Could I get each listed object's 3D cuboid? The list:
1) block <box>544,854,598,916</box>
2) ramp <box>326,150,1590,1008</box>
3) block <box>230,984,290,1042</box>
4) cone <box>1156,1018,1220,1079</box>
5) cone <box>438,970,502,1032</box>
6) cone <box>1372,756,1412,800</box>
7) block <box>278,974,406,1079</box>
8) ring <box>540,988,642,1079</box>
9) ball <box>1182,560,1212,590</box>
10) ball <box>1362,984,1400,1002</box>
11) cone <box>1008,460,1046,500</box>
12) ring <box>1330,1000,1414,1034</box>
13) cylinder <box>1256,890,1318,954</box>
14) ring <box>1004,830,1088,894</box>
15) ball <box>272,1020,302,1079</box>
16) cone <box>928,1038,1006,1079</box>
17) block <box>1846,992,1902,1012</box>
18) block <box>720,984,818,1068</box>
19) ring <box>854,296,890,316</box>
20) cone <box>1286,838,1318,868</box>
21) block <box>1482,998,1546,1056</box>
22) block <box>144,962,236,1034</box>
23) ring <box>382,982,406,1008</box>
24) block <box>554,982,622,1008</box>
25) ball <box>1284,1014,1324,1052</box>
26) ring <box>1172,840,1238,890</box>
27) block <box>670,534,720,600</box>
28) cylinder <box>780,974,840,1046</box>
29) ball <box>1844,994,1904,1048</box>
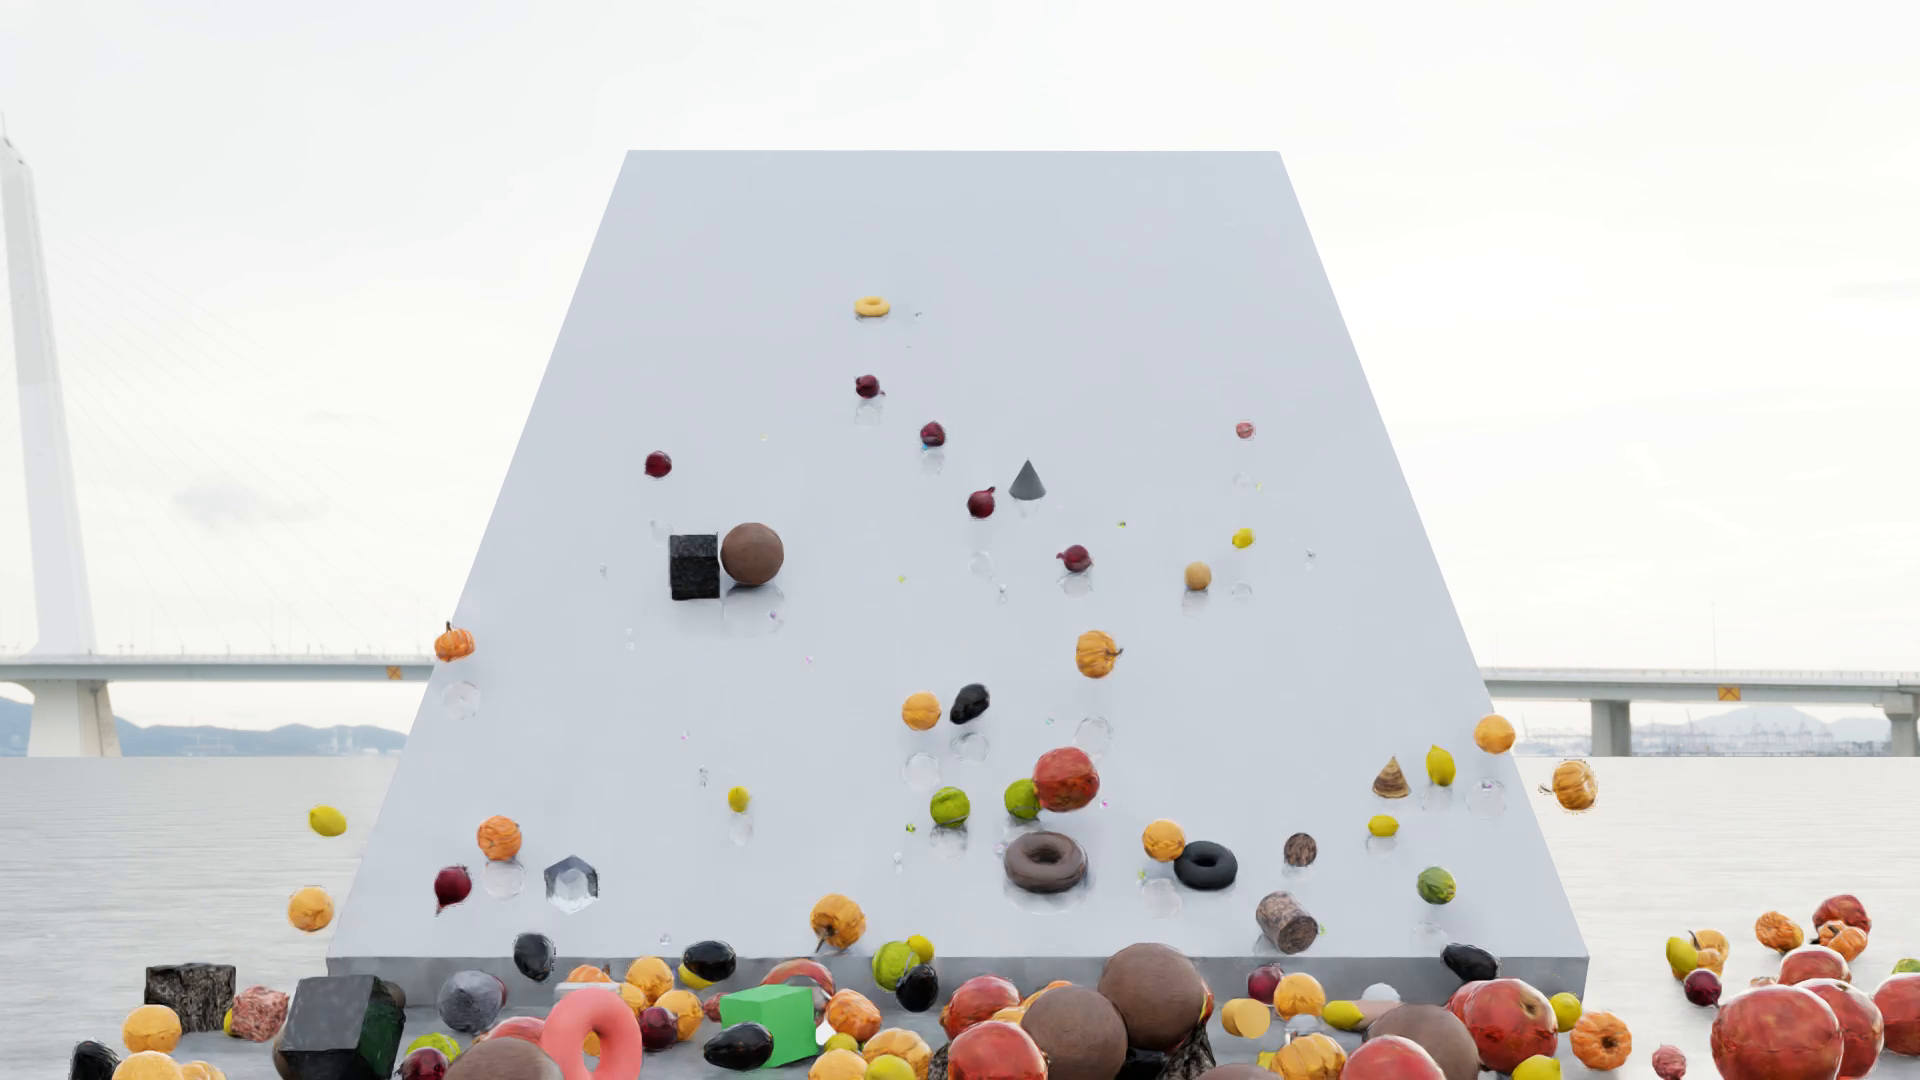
[{"bbox_3d":[-0.634,0.562,3.883,0.060,0.060,0.060,24,36,38],"label":"block"},{"bbox_3d":[-0.011,-0.224,5.560,2.000,0.100,4.000,0,28,0],"label":"ramp"},{"bbox_3d":[-0.989,0.669,3.363,0.054,0.054,0.054,15,13,16],"label":"block"},{"bbox_3d":[0.282,0.611,2.842,0.083,0.083,0.083,11,-3,1],"label":"cone"},{"bbox_3d":[-0.711,0.654,3.421,0.092,0.092,0.092,0,-22,-3],"label":"cone"},{"bbox_3d":[0.760,0.406,4.178,0.070,0.070,0.070,0,28,0],"label":"cone"},{"bbox_3d":[-0.695,0.557,2.684,0.093,0.093,0.093,-5,-42,11],"label":"block"},{"bbox_3d":[-0.416,0.577,2.686,0.048,0.143,0.143,-10,-10,36],"label":"ring"},{"bbox_3d":[0.482,0.072,4.825,0.060,0.060,0.060,0,-5,0],"label":"ball"},{"bbox_3d":[0.635,0.699,3.591,0.059,0.059,0.059,0,-5,0],"label":"ball"},{"bbox_3d":[0.148,-0.143,5.208,0.083,0.083,0.083,0,28,0],"label":"cone"},{"bbox_3d":[0.606,0.701,3.506,0.122,0.041,0.122,1,-6,0],"label":"ring"},{"bbox_3d":[0.519,0.608,3.788,0.073,0.073,0.073,3,24,-27],"label":"cylinder"},{"bbox_3d":[0.143,0.534,3.956,0.141,0.047,0.141,1,29,0],"label":"ring"},{"bbox_3d":[-0.784,0.618,2.885,0.096,0.096,0.096,0,-5,0],"label":"ball"},{"bbox_3d":[0.013,0.635,2.758,0.090,0.090,0.090,-1,-32,9],"label":"cone"},{"bbox_3d":[1.326,0.688,3.454,0.056,0.056,0.056,-5,-7,44],"label":"block"},{"bbox_3d":[-0.252,0.639,3.137,0.087,0.087,0.087,-6,1,-44],"label":"block"},{"bbox_3d":[-0.227,-0.602,6.141,0.092,0.031,0.092,0,29,0],"label":"ring"},{"bbox_3d":[0.564,0.519,4.010,0.058,0.058,0.058,2,14,-18],"label":"cone"},{"bbox_3d":[0.755,0.664,3.245,0.068,0.068,0.068,-3,-6,27],"label":"block"},{"bbox_3d":[-1.137,0.676,3.513,0.092,0.092,0.092,-4,-7,40],"label":"block"},{"bbox_3d":[-0.911,0.699,3.584,0.148,0.049,0.148,-5,0,0],"label":"ring"},{"bbox_3d":[-0.513,0.658,3.281,0.086,0.086,0.086,0,-5,-5],"label":"block"},{"bbox_3d":[0.469,0.672,3.245,0.053,0.053,0.053,0,-5,0],"label":"ball"},{"bbox_3d":[0.408,0.540,3.958,0.108,0.036,0.108,1,30,0],"label":"ring"},{"bbox_3d":[-0.536,0.054,4.814,0.097,0.097,0.097,-3,28,-5],"label":"block"},{"bbox_3d":[-0.209,0.639,3.232,0.076,0.076,0.076,-1,-30,16],"label":"cylinder"},{"bbox_3d":[1.261,0.664,3.285,0.076,0.076,0.076,0,-5,0],"label":"ball"}]
